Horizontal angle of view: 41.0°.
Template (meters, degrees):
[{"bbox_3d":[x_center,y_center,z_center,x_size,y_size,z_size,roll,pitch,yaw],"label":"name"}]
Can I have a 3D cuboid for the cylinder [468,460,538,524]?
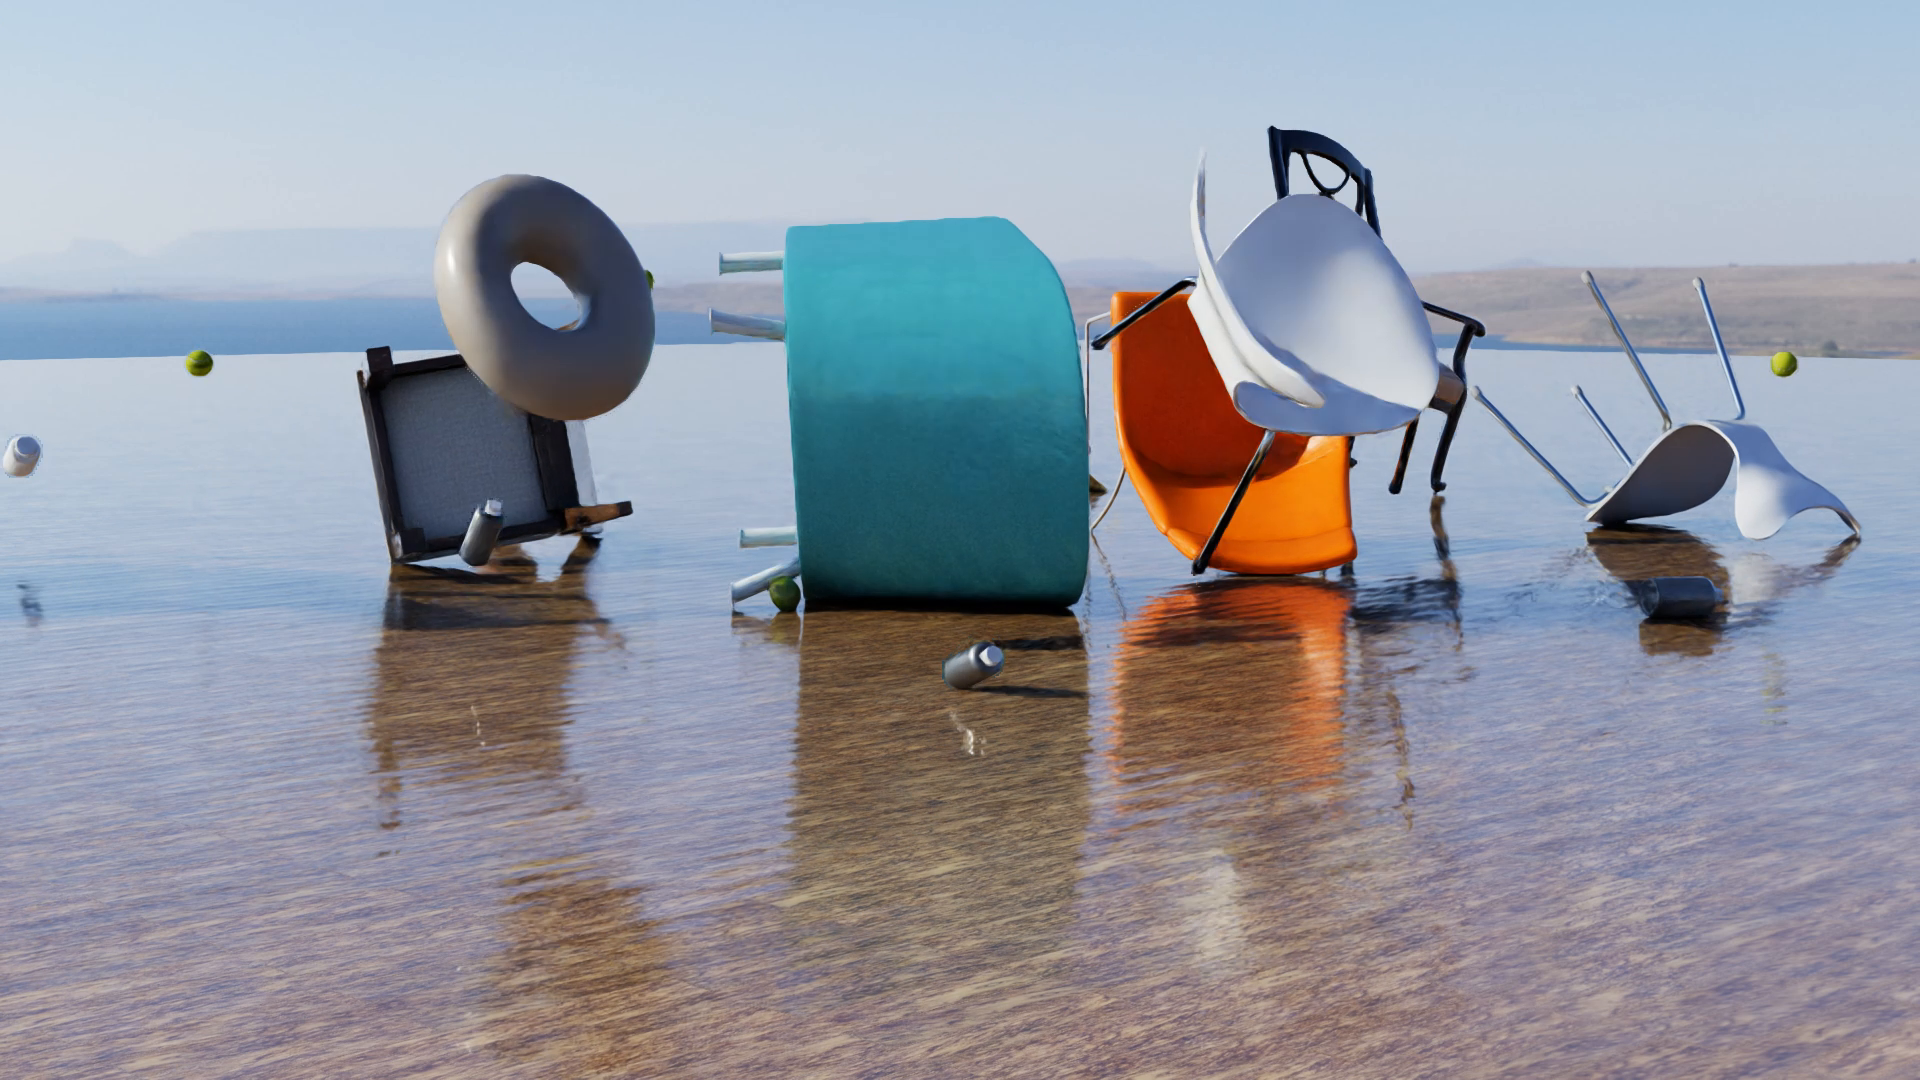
[{"bbox_3d":[-1.167,-0.124,6.543,0.104,0.167,0.117,-52,16,-30],"label":"cylinder"}]

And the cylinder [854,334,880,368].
[{"bbox_3d":[-0.311,-0.633,8.609,0.044,0.095,0.081,-6,21,36],"label":"cylinder"}]

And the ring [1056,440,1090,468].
[{"bbox_3d":[0.360,-0.253,8.191,0.055,0.155,0.184,32,14,14],"label":"ring"}]

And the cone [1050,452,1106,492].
[{"bbox_3d":[0.379,-0.180,7.869,0.169,0.128,0.089,20,7,-17],"label":"cone"}]

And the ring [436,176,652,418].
[{"bbox_3d":[-0.734,-0.431,4.541,0.385,0.479,0.154,-15,-17,-33],"label":"ring"}]

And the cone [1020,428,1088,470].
[{"bbox_3d":[0.270,-0.283,8.836,0.260,0.132,0.337,0,17,22],"label":"cone"}]
